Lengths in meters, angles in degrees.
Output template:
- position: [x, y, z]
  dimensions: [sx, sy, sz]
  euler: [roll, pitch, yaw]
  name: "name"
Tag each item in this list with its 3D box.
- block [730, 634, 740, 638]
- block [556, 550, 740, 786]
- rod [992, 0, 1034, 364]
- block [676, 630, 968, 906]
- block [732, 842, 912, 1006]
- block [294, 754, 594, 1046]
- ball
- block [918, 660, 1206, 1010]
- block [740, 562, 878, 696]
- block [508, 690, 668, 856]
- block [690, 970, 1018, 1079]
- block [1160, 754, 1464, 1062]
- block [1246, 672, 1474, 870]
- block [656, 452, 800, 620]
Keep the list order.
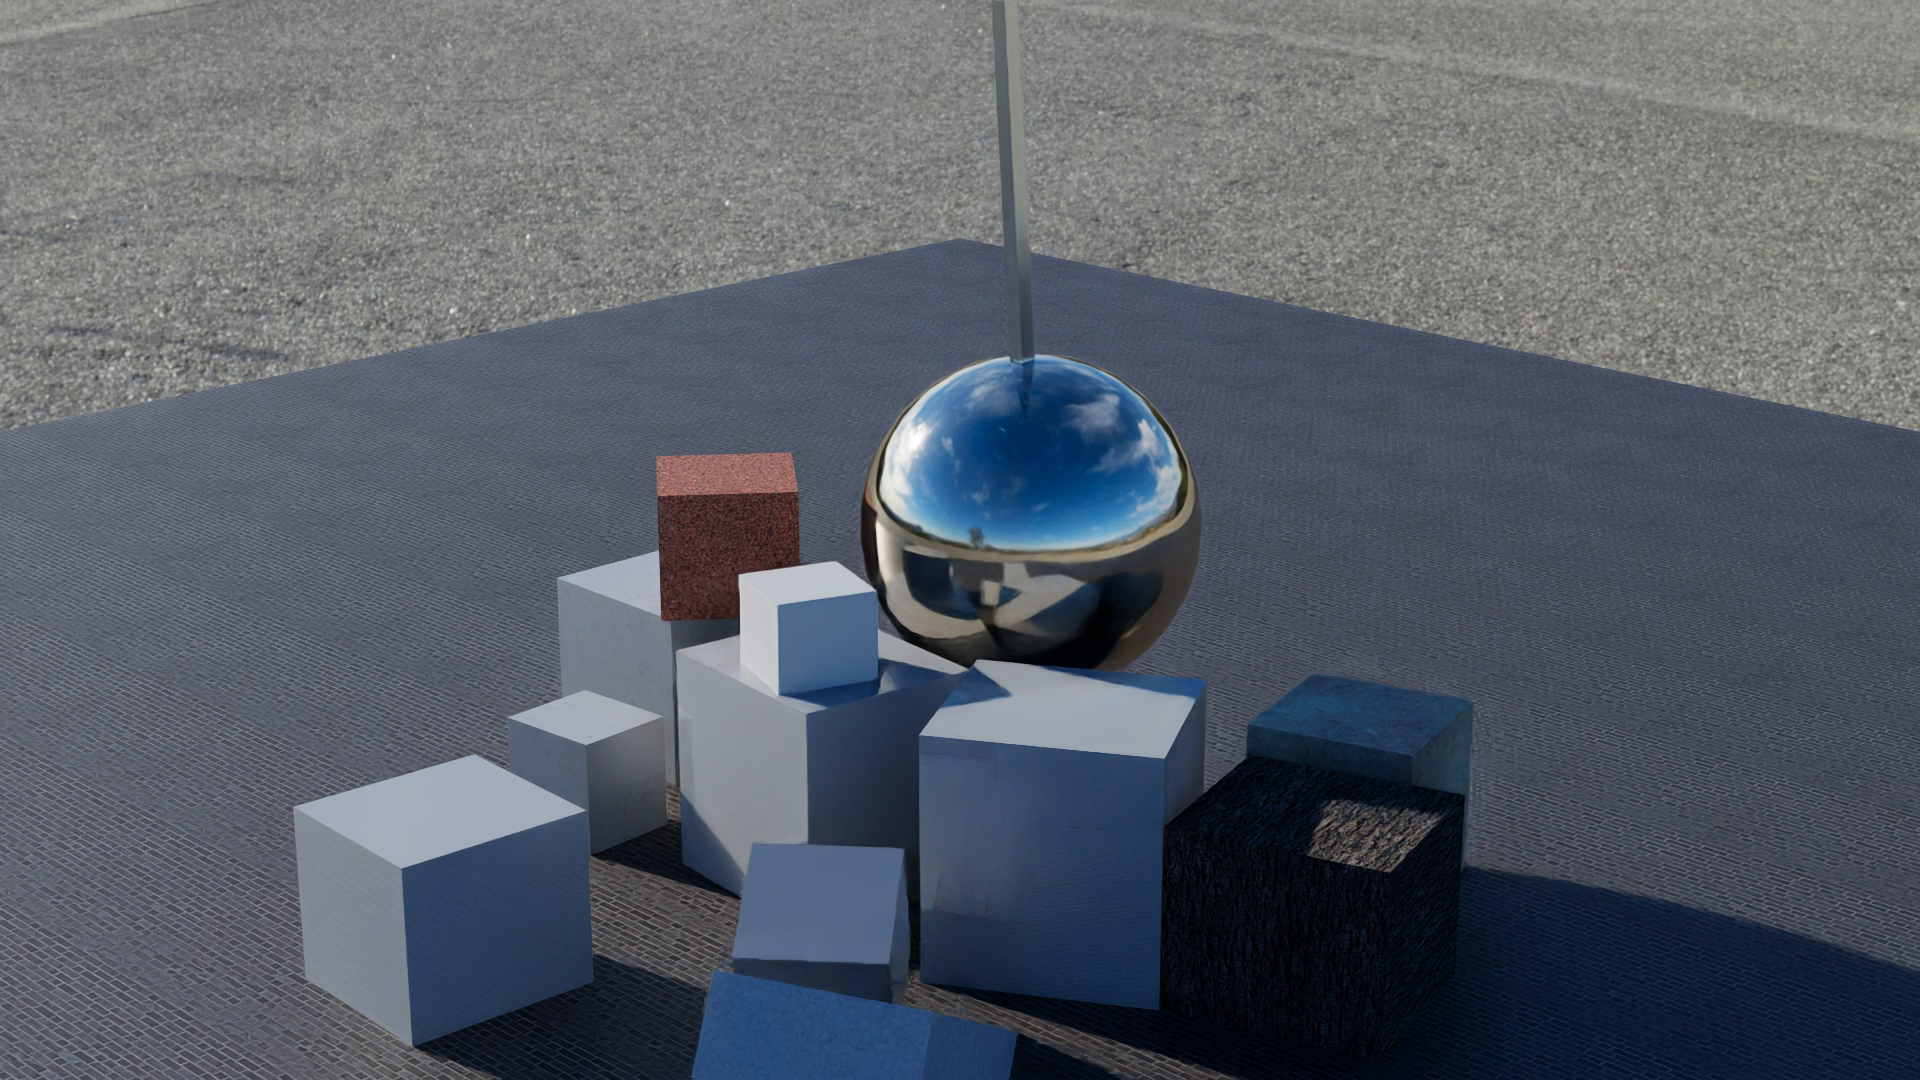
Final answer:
- position: [-0.756, 0.874, 14.412]
  dimensions: [0.777, 0.691, 0.829]
  euler: [-15, 23, -40]
  name: "block"
- position: [-1.365, 0.599, 14.995]
  dimensions: [0.997, 0.866, 0.914]
  euler: [-16, 24, -42]
  name: "block"
- position: [0.142, -3.251, 12.469]
  dimensions: [0.080, 5.200, 0.080]
  euler: [17, 28, 42]
  name: "rod"
- position: [-0.618, 1.038, 13.300]
  dimensions: [0.892, 1.045, 1.023]
  euler: [-13, 22, -36]
  name: "block"
- position: [-0.544, 1.649, 11.764]
  dimensions: [0.613, 0.603, 0.592]
  euler: [2, 43, 5]
  name: "block"
- position: [-2.162, 1.490, 12.300]
  dimensions: [0.887, 0.782, 0.847]
  euler: [-15, 23, -40]
  name: "block"
- position: [0.328, -0.073, 13.663]
  dimensions: [1.600, 1.600, 1.600]
  euler: [0, 17, 0]
  name: "ball"
- position: [0.449, 1.238, 12.541]
  dimensions: [1.027, 1.119, 0.951]
  euler: [5, 18, 14]
  name: "block"
- position: [-0.670, 0.384, 12.950]
  dimensions: [0.467, 0.412, 0.466]
  euler: [-8, 19, -23]
  name: "block"
- position: [-1.768, 1.098, 13.930]
  dimensions: [0.549, 0.552, 0.493]
  euler: [14, 23, 39]
  name: "block"
- position: [-0.388, 1.975, 10.307]
  dimensions: [0.831, 0.713, 0.875]
  euler: [7, -11, 22]
  name: "block"
- position: [1.468, 1.505, 12.189]
  dimensions: [0.967, 0.819, 0.900]
  euler: [9, 20, 27]
  name: "block"
- position: [1.805, 1.163, 13.285]
  dimensions: [0.776, 0.814, 0.771]
  euler: [10, 20, 28]
  name: "block"
- position: [-1.148, -0.024, 14.481]
  dimensions: [0.675, 0.632, 0.702]
  euler: [-2, 18, -6]
  name: "block"
